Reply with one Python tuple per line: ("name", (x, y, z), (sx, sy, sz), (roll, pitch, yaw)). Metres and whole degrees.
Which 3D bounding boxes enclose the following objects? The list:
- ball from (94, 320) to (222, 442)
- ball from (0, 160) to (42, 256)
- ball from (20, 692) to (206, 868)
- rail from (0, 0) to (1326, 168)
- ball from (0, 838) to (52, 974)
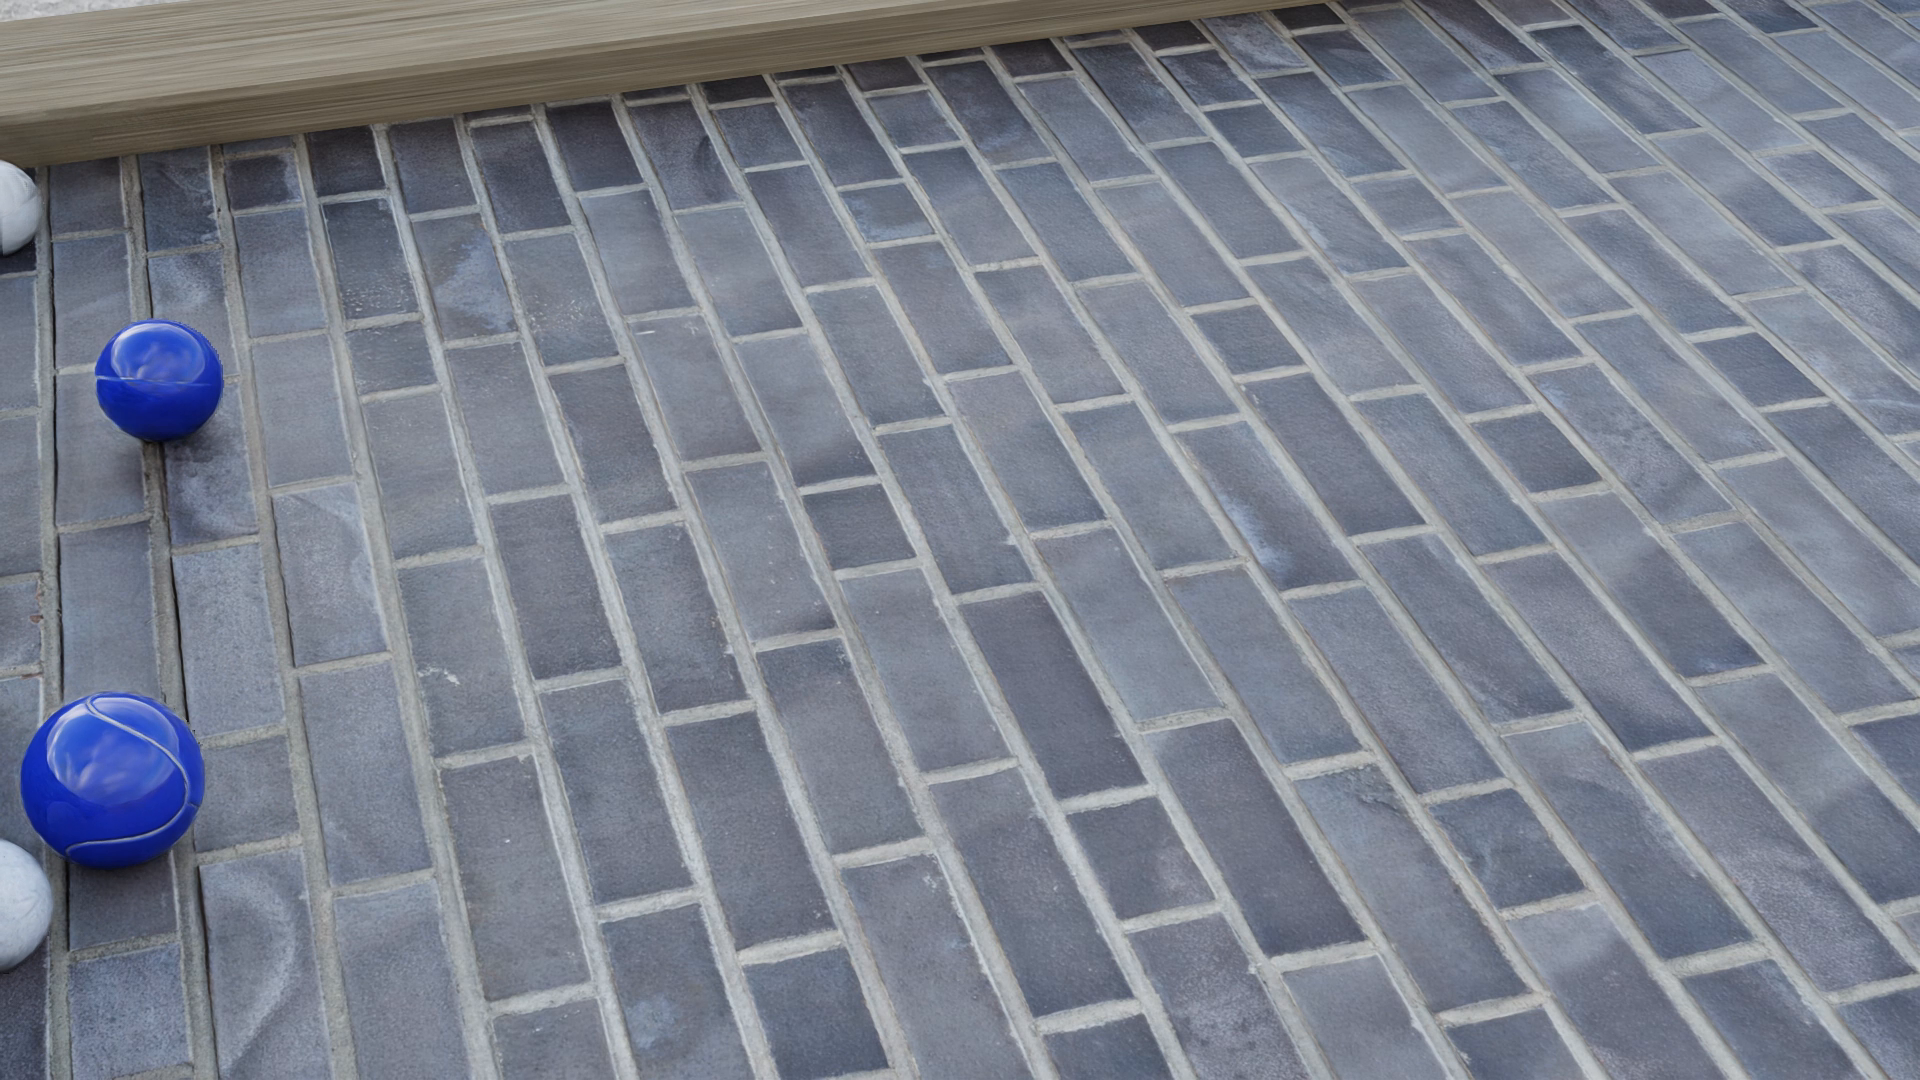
("ball", (-0.543, -0.108, 1.737), (0.083, 0.083, 0.083), (0, 35, 0))
("ball", (-0.736, -0.252, 1.948), (0.075, 0.075, 0.075), (0, 35, 0))
("ball", (-0.459, 0.130, 1.391), (0.096, 0.096, 0.096), (0, 35, 0))
("rail", (0.412, -0.544, 2.314), (2.621, 0.125, 0.045), (-10, 37, -14))
("ball", (-0.508, 0.190, 1.328), (0.072, 0.072, 0.072), (0, 35, 0))
